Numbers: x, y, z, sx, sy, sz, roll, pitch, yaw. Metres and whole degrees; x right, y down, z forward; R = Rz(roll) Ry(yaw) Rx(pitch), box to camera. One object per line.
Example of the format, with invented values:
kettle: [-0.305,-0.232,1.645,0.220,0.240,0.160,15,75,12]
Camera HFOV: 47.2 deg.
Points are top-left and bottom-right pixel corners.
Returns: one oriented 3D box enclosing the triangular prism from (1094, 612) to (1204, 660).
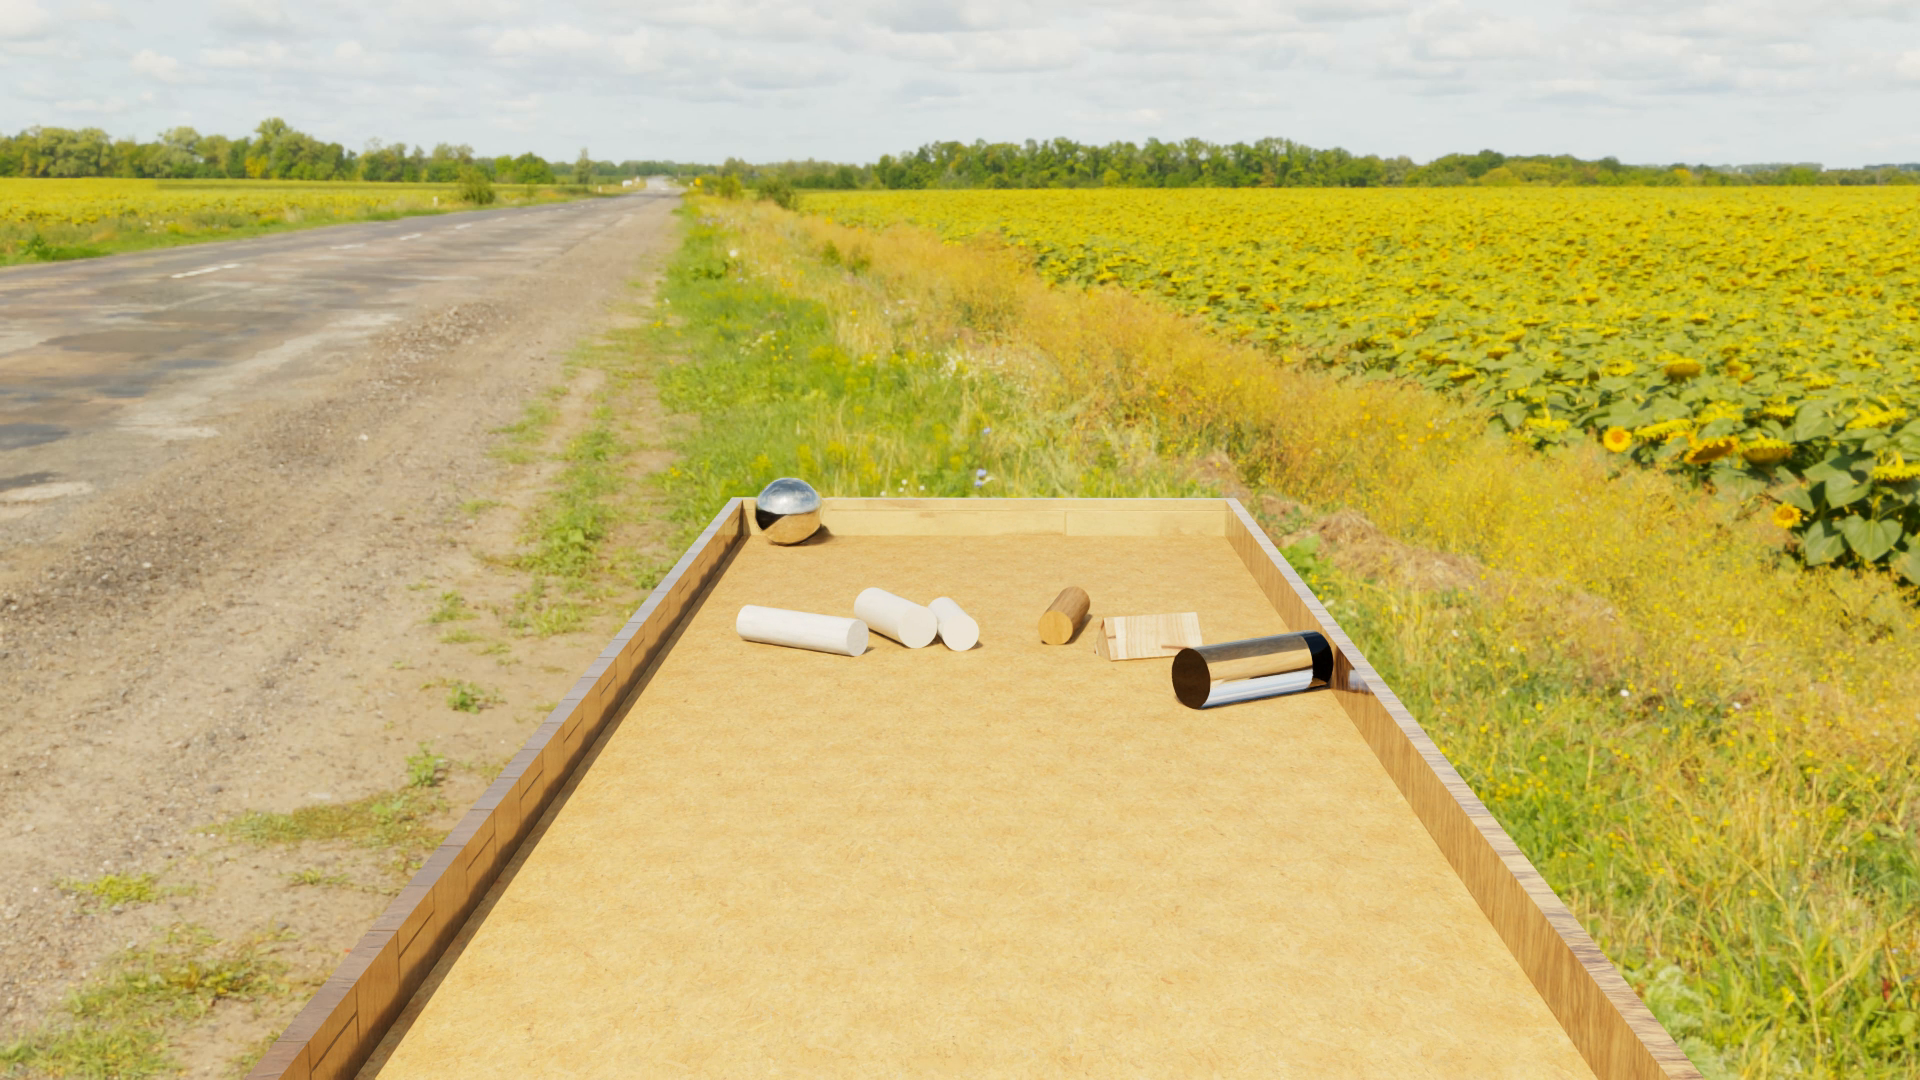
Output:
triangular prism: [0.586,0.289,6.776,0.314,0.121,0.140,-3,10,-18]

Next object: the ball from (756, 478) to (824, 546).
ball: [-0.689,-0.116,8.869,0.274,0.274,0.274,0,9,0]

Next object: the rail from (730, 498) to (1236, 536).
rail: [0.099,-0.098,9.147,2.100,0.150,0.050,0,9,1]

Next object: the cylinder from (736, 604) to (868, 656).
cylinder: [-0.494,0.281,6.871,0.438,0.114,0.114,6,11,34]

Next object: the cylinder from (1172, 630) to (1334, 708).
cylinder: [0.825,0.362,6.188,0.455,0.169,0.169,-6,11,-34]

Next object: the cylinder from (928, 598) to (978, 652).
cylinder: [-0.026,0.265,6.970,0.115,0.115,0.303,-2,9,-11]

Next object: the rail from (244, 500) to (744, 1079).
rail: [-1.004,0.839,3.234,0.050,0.150,12.000,0,9,1]

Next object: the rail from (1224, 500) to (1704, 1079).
rail: [1.046,0.843,3.208,0.050,0.150,12.000,0,9,1]

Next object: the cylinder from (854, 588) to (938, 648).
cylinder: [-0.208,0.247,7.024,0.135,0.135,0.362,-4,10,-25]

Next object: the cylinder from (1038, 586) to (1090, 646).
cylinder: [0.339,0.243,7.124,0.111,0.111,0.438,2,9,11]
